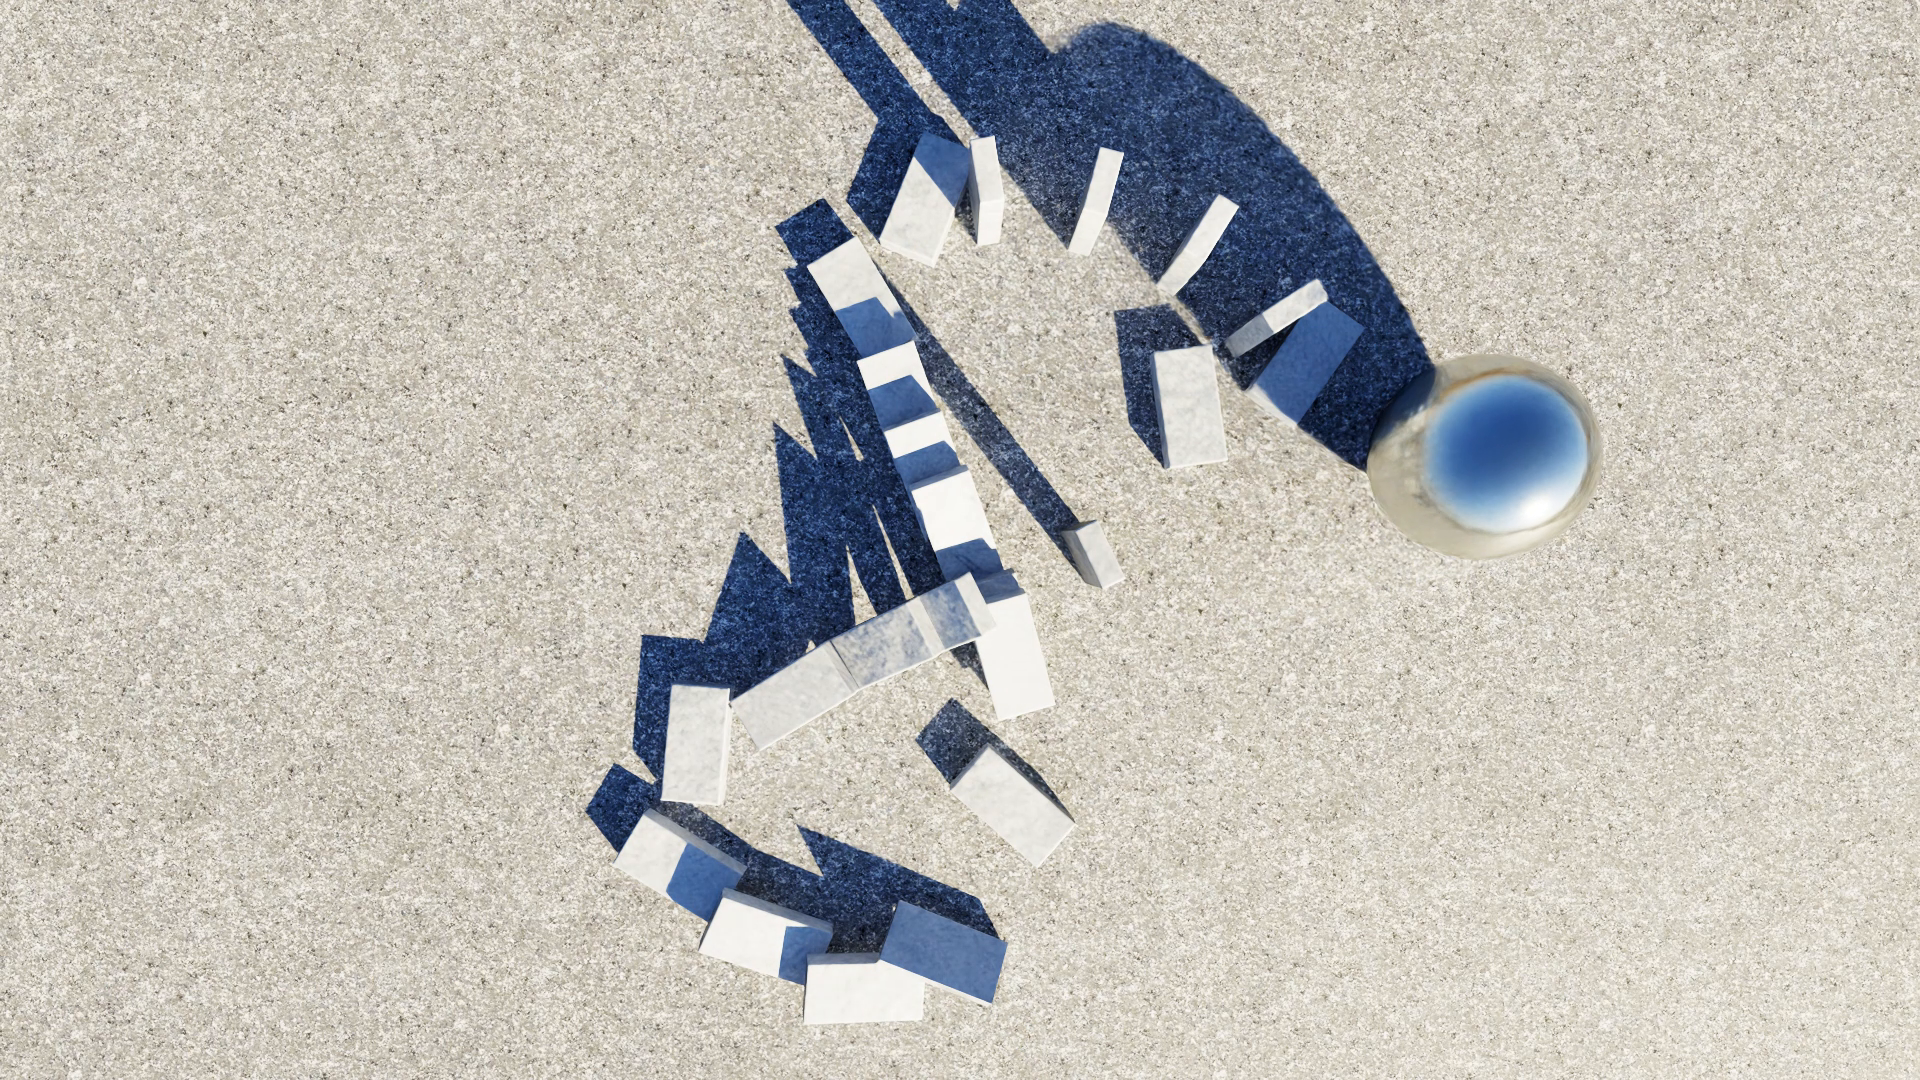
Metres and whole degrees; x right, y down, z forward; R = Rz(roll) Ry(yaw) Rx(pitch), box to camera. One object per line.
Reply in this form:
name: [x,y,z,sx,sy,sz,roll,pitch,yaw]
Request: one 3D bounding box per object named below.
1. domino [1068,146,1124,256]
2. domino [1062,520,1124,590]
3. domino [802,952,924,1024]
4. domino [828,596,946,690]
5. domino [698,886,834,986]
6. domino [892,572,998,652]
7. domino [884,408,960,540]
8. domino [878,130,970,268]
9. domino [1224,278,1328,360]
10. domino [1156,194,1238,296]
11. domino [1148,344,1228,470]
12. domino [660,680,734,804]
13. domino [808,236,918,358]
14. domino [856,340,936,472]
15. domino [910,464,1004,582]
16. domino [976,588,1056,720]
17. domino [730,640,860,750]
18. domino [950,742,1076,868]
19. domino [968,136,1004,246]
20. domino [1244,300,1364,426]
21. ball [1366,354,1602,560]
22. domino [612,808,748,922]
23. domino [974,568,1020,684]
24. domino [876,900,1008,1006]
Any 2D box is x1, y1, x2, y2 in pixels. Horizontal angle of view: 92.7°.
domino: [0.055,-0.137,0.375,0.009,0.050,0.025,15,90,0]
domino: [0.054,0.005,0.375,0.010,0.050,0.025,-26,90,0]
domino: [-0.041,0.190,0.390,0.050,0.010,0.025,4,91,-12]
domino: [-0.033,0.045,0.383,0.050,0.009,0.025,-27,90,31]
domino: [-0.082,0.169,0.390,0.050,0.010,0.025,24,90,-12]
domino: [-0.009,0.033,0.379,0.010,0.050,0.025,-27,90,-44]
domino: [-0.012,-0.028,0.388,0.025,0.010,0.050,-20,109,0]
domino: [-0.014,-0.147,0.395,0.025,0.009,0.050,22,90,0]
domino: [0.128,-0.090,0.375,0.025,0.050,0.010,-33,90,0]
domino: [0.096,-0.119,0.375,0.010,0.050,0.025,32,90,0]
domino: [0.098,-0.057,0.395,0.025,0.010,0.050,-8,90,0]
domino: [-0.113,0.087,0.395,0.025,0.009,0.050,5,90,0]
domino: [-0.042,-0.102,0.395,0.025,0.010,0.050,-31,90,0]
domino: [-0.023,-0.057,0.390,0.025,0.010,0.050,-20,102,0]
domino: [-0.001,-0.004,0.386,0.025,0.010,0.050,-20,112,0]
domino: [0.021,0.048,0.382,0.025,0.010,0.050,-16,101,-1]
domino: [-0.071,0.066,0.389,0.050,0.010,0.025,-32,90,14]
domino: [0.023,0.114,0.395,0.050,0.010,0.025,41,90,0]
domino: [0.010,-0.142,0.375,0.009,0.050,0.025,-9,90,0]
domino: [0.148,-0.077,0.395,0.025,0.010,0.050,35,90,0]
ball: [0.203,-0.032,0.360,0.080,0.080,0.080,0,90,0]
domino: [-0.121,0.140,0.395,0.050,0.009,0.025,31,90,0]
domino: [0.018,0.040,0.390,0.025,0.010,0.050,-17,101,-1]
domino: [-0.007,0.175,0.389,0.050,0.010,0.025,22,55,0]
